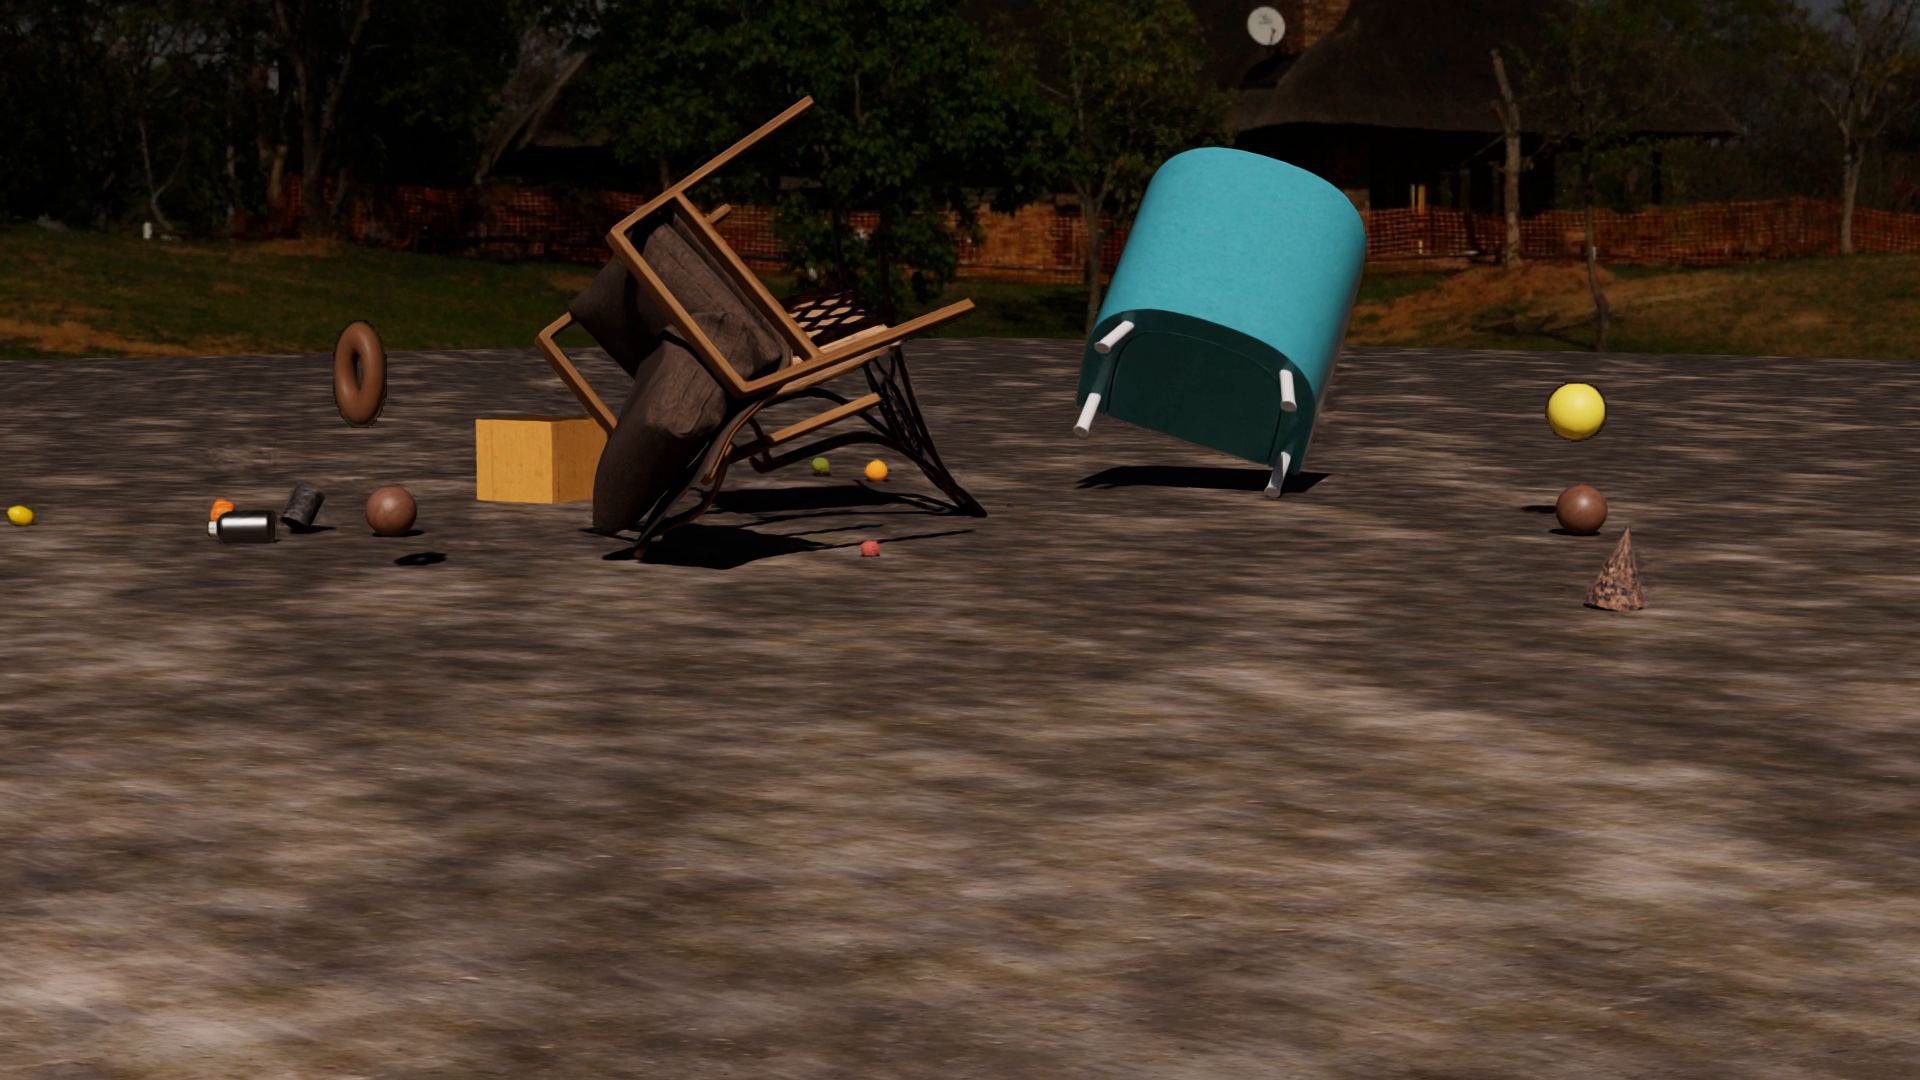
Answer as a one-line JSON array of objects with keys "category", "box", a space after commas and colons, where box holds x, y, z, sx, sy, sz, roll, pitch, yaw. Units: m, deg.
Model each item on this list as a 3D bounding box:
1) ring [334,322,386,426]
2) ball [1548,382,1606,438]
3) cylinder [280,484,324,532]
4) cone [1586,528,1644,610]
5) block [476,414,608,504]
[{"category": "ring", "box": [-1.268, -0.351, 5.421, 0.122, 0.222, 0.053, -2, 0, 30]}, {"category": "ball", "box": [1.652, -0.346, 6.880, 0.150, 0.150, 0.150, 0, 6, 0]}, {"category": "cylinder", "box": [-1.688, -0.083, 6.587, 0.075, 0.096, 0.096, 31, -21, -26]}, {"category": "cone", "box": [1.309, 0.046, 5.074, 0.118, 0.158, 0.105, -4, 24, -19]}, {"category": "block", "box": [-1.238, -0.242, 7.600, 0.273, 0.238, 0.271, 3, 7, 28]}]
